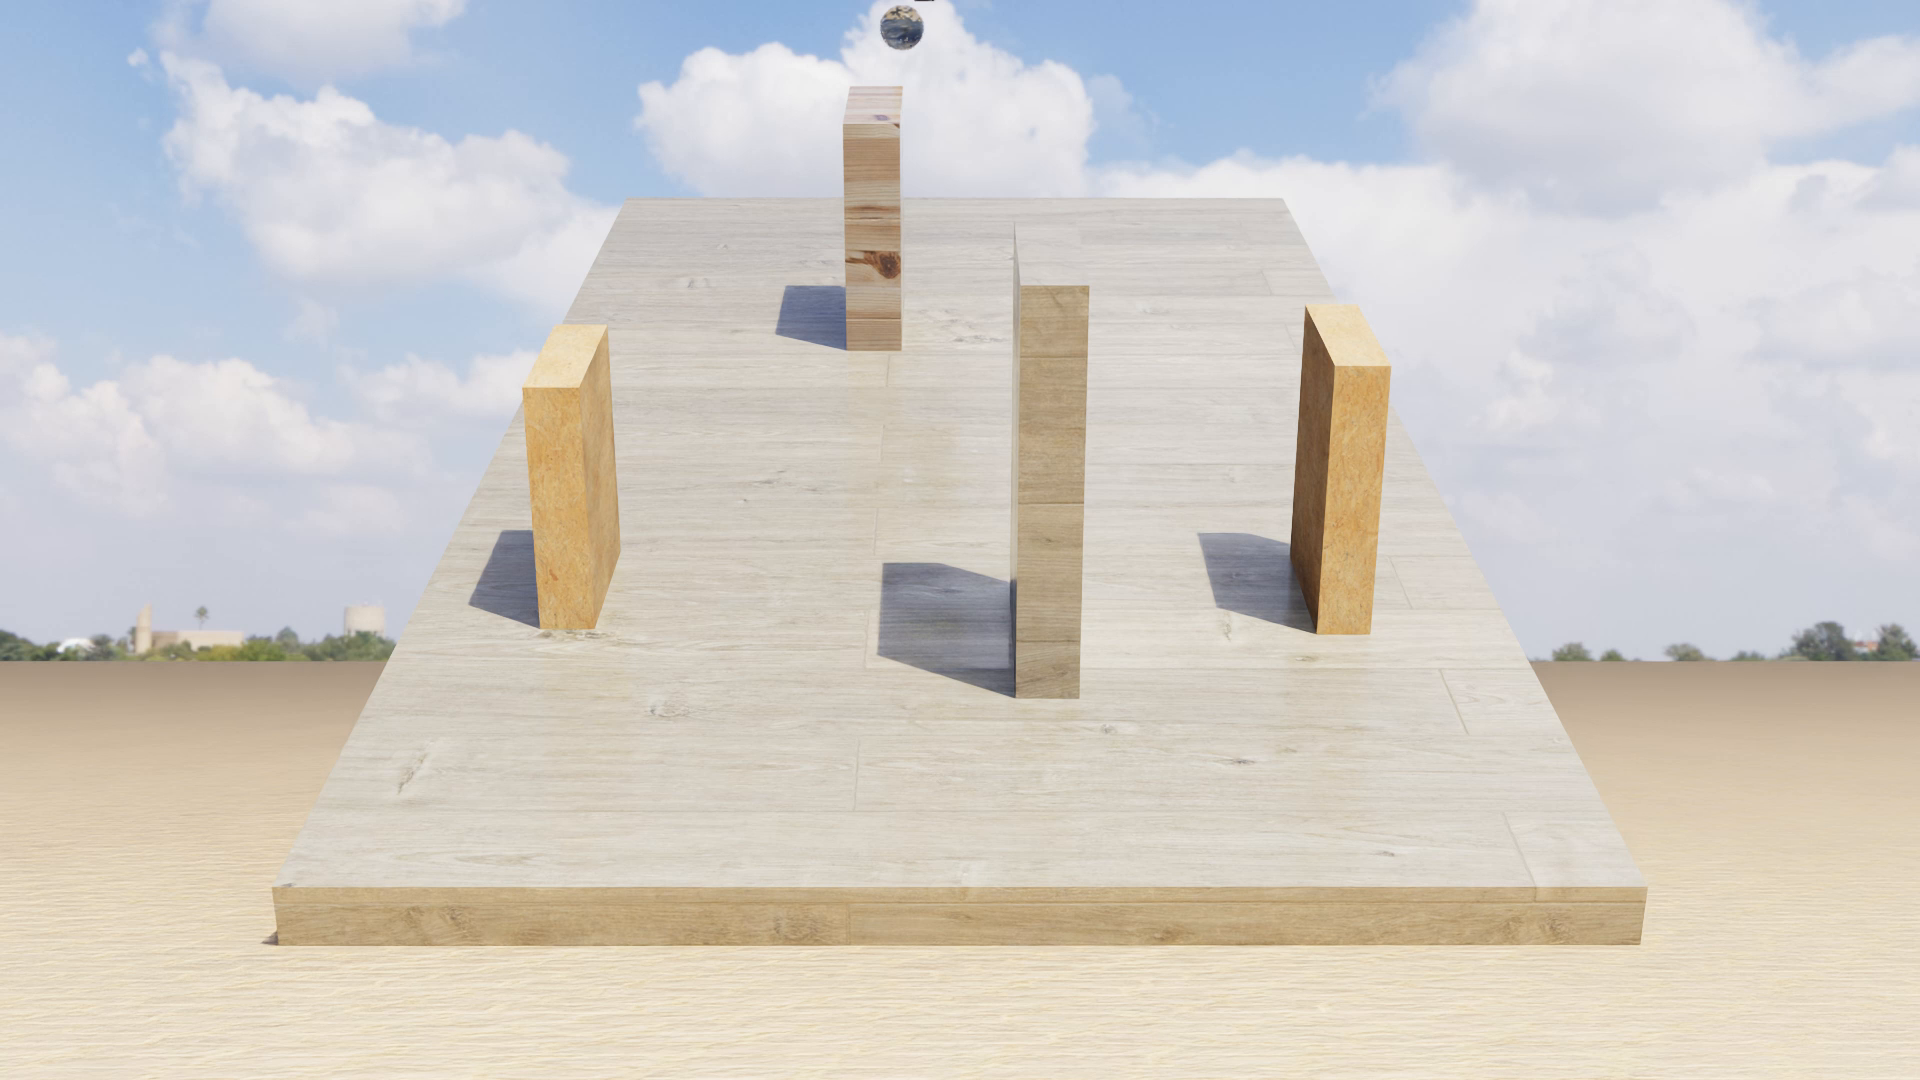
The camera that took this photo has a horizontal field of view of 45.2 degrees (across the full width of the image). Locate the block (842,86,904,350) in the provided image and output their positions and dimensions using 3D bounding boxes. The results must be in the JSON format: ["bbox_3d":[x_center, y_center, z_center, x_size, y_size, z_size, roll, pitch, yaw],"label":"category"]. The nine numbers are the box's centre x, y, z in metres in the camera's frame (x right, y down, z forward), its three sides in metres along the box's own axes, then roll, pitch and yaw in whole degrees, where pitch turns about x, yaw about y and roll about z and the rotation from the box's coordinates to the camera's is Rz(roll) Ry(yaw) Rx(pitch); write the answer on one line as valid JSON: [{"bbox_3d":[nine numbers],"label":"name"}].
[{"bbox_3d":[-0.211,-0.805,5.745,0.134,0.561,0.430,0,23,0],"label":"block"}]

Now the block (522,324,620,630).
[{"bbox_3d":[-0.709,-0.121,4.243,0.098,0.461,0.360,0,23,0],"label":"block"}]

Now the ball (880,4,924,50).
[{"bbox_3d":[-0.177,-1.559,7.025,0.136,0.136,0.136,0,-3,0],"label":"ball"}]

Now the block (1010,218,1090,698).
[{"bbox_3d":[0.148,-0.146,3.963,0.108,0.727,0.414,0,23,0],"label":"block"}]

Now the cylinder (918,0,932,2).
[{"bbox_3d":[-0.095,-1.696,6.723,0.196,0.196,0.196,0,32,8],"label":"cylinder"}]

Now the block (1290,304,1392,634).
[{"bbox_3d":[0.690,-0.134,4.218,0.097,0.508,0.359,0,23,0],"label":"block"}]

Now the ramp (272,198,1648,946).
[{"bbox_3d":[-0.007,-0.225,5.217,2.000,0.100,4.000,0,23,0],"label":"ramp"}]
